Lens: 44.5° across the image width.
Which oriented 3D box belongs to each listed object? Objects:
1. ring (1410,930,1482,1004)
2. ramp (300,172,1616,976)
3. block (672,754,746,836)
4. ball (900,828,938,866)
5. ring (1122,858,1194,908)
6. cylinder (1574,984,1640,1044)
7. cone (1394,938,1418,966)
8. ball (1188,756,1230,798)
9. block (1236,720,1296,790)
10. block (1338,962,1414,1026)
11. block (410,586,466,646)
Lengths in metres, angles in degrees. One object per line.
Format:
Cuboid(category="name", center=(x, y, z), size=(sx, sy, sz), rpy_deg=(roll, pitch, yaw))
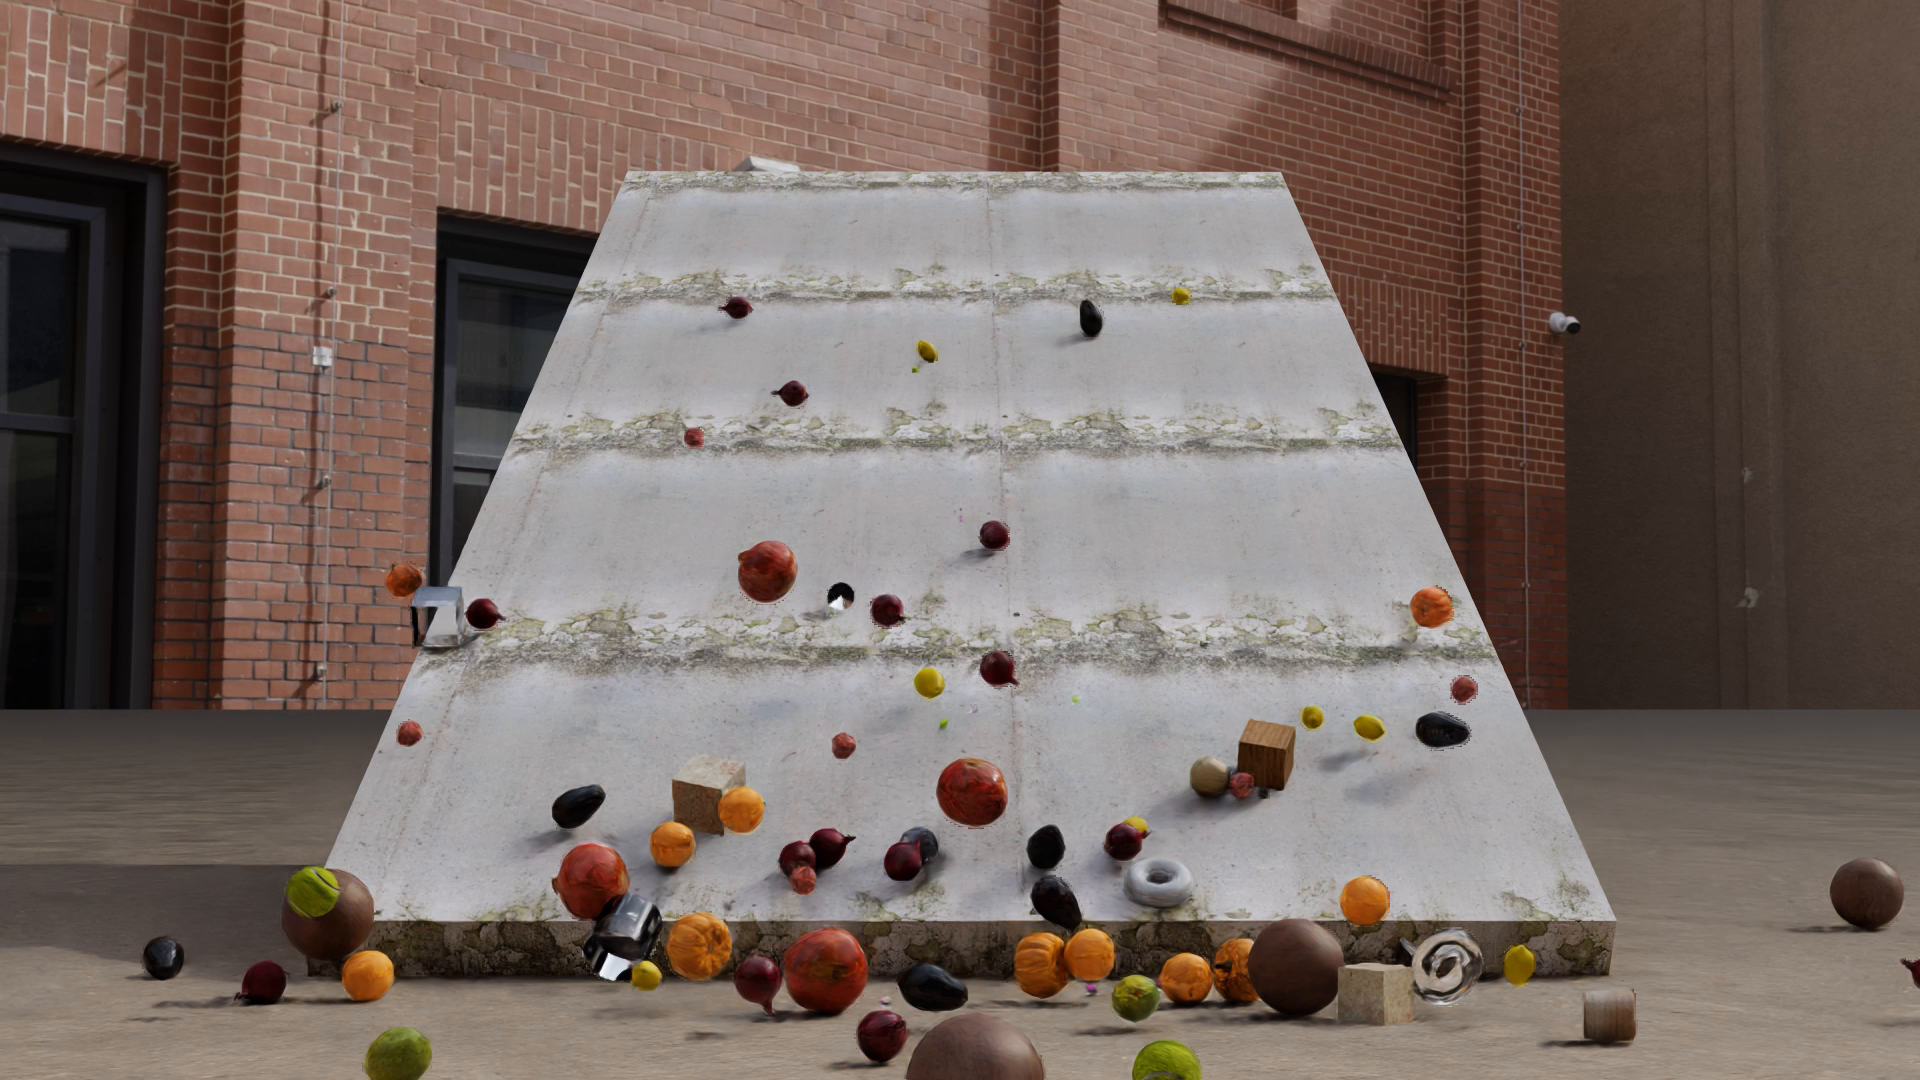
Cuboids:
Cuboid(category="ring", center=(0.652, 0.573, 3.145), size=(0.109, 0.109, 0.036), rpy_deg=(2, 17, -22))
Cuboid(category="ramp", center=(-0.009, -0.229, 5.395), size=(2.000, 0.100, 4.000), rpy_deg=(0, 25, 0))
Cuboid(category="block", center=(-0.407, 0.413, 3.811), size=(0.088, 0.088, 0.088), rpy_deg=(9, 27, 18))
Cuboid(category="ball", center=(-0.065, 0.483, 3.695), size=(0.062, 0.062, 0.062), rpy_deg=(0, -4, 0))
Cuboid(category="ring", center=(0.307, 0.530, 3.629), size=(0.110, 0.037, 0.110), rpy_deg=(-1, 26, 1))
Cuboid(category="cylinder", center=(0.799, 0.586, 2.894), size=(0.060, 0.060, 0.060), rpy_deg=(-25, -13, 20))
Cuboid(category="cone", center=(0.615, 0.599, 3.258), size=(0.065, 0.065, 0.065), rpy_deg=(36, 12, -9))
Cuboid(category="ball", center=(0.413, 0.392, 3.884), size=(0.068, 0.068, 0.068), rpy_deg=(0, -4, 0))
Cuboid(category="block", center=(0.514, 0.360, 3.938), size=(0.080, 0.080, 0.080), rpy_deg=(9, 27, 17))
Cuboid(category="block", center=(0.548, 0.598, 3.088), size=(0.071, 0.071, 0.071), rpy_deg=(-4, -5, 43))
Cuboid(category="block", center=(-0.976, 0.143, 4.388), size=(0.082, 0.082, 0.082), rpy_deg=(-1, 25, -2))
